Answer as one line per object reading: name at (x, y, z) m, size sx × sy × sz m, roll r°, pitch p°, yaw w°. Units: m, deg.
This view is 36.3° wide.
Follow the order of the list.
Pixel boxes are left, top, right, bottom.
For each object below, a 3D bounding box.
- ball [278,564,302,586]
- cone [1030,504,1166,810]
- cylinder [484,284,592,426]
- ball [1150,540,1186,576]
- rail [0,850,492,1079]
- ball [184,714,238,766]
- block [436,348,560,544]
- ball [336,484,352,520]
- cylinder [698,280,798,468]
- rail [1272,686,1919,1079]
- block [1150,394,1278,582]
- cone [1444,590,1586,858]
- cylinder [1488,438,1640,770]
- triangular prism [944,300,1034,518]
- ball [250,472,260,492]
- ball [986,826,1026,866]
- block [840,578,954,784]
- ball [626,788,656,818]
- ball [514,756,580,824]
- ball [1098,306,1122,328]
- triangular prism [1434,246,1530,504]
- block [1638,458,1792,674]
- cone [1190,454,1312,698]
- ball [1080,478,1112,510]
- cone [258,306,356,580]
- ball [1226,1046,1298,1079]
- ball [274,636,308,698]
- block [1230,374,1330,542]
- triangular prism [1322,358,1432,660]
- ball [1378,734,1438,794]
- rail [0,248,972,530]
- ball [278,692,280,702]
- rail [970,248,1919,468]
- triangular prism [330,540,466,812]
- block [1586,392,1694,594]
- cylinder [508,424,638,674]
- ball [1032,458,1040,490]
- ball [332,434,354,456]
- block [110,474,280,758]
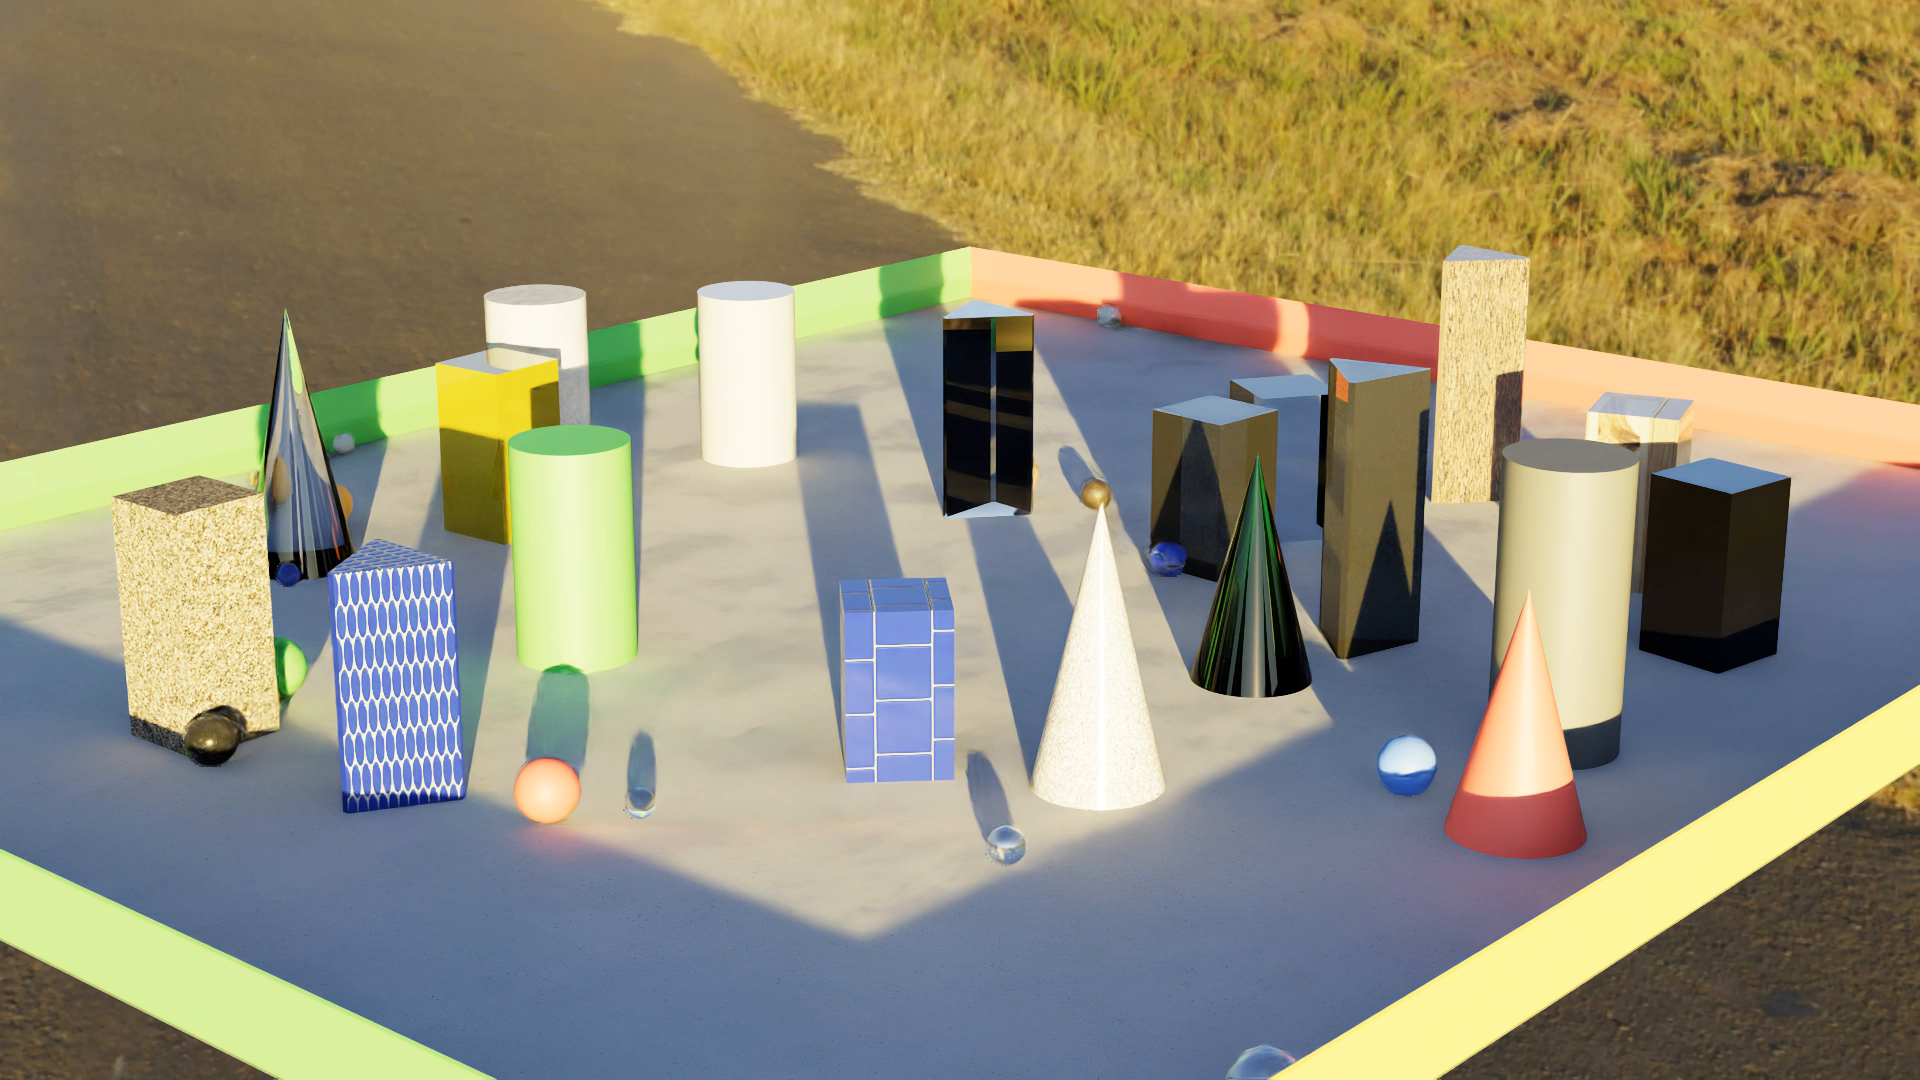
ball at (-1.185, 0.061, 5.179) m, size 0.041 × 0.041 × 0.041 m, roll 0°, pitch 17°, yaw 0°
cone at (0.200, 0.150, 4.208) m, size 0.197 × 0.430 × 0.197 m, roll 0°, pitch 17°, yaw 0°
cylinder at (-0.825, -0.291, 5.746) m, size 0.197 × 0.387 × 0.197 m, roll 0°, pitch 17°, yaw 0°
ball at (0.371, 0.033, 5.231) m, size 0.065 × 0.065 × 0.065 m, roll 0°, pitch 17°, yaw 0°
rail at (-1.229, 0.441, 3.764) m, size 3.232 × 0.128 × 0.045 m, roll 14°, pitch 22°, yaw 39°
ball at (-1.107, 0.295, 4.338) m, size 0.078 × 0.078 × 0.078 m, roll 0°, pitch 17°, yaw 0°
block at (-0.859, -0.177, 5.481) m, size 0.158 × 0.323 × 0.158 m, roll 12°, pitch 21°, yaw 35°
ball at (-1.188, -0.066, 5.527) m, size 0.084 × 0.084 × 0.084 m, roll 0°, pitch 17°, yaw 0°
cylinder at (-0.433, -0.340, 5.984) m, size 0.197 × 0.344 × 0.197 m, roll 0°, pitch 17°, yaw 0°
rail at (1.202, 0.333, 4.120) m, size 0.045 × 0.128 × 3.797 m, roll 14°, pitch 22°, yaw 39°
block at (0.456, -0.095, 5.268) m, size 0.158 × 0.287 × 0.158 m, roll -16°, pitch 23°, yaw -42°
cone at (0.776, 0.237, 4.049) m, size 0.197 × 0.356 × 0.197 m, roll 0°, pitch 17°, yaw 0°
cylinder at (0.893, 0.094, 4.353) m, size 0.197 × 0.455 × 0.197 m, roll 0°, pitch 17°, yaw 0°
triangular prism at (0.041, -0.253, 5.617) m, size 0.171 × 0.389 × 0.148 m, roll -3°, pitch 17°, yaw -10°
ball at (-1.374, -0.115, 5.762) m, size 0.041 × 0.041 × 0.041 m, roll 0°, pitch 17°, yaw 0°
ball at (0.064, 0.414, 3.983) m, size 0.054 × 0.054 × 0.054 m, roll 0°, pitch 17°, yaw 0°
block at (-0.094, 0.205, 4.319) m, size 0.158 × 0.261 × 0.158 m, roll -1°, pitch 17°, yaw -5°
ball at (-0.451, 0.372, 4.143) m, size 0.044 × 0.044 × 0.044 m, roll 0°, pitch 17°, yaw 0°
ball at (-0.580, 0.352, 4.124) m, size 0.093 × 0.093 × 0.093 m, roll 0°, pitch 17°, yaw 0°
ball at (0.366, -0.544, 7.162) m, size 0.056 × 0.056 × 0.056 m, roll 0°, pitch 17°, yaw 0°
triangular prism at (0.989, -0.325, 5.702) m, size 0.171 × 0.477 × 0.148 m, roll -3°, pitch 17°, yaw -9°
block at (1.234, 0.040, 4.797) m, size 0.158 × 0.302 × 0.158 m, roll -13°, pitch 21°, yaw -38°
cone at (0.468, 0.041, 4.666) m, size 0.197 × 0.375 × 0.197 m, roll 0°, pitch 17°, yaw 0°
ball at (0.262, -0.088, 5.639) m, size 0.061 × 0.061 × 0.061 m, roll 0°, pitch 17°, yaw 0°
cone at (-1.190, -0.184, 5.238) m, size 0.197 × 0.476 × 0.197 m, roll 0°, pitch 17°, yaw 0°
ball at (0.341, 0.610, 3.271) m, size 0.091 × 0.091 × 0.091 m, roll 0°, pitch 17°, yaw 0°
ball at (-1.078, 0.201, 4.615) m, size 0.099 × 0.099 × 0.099 m, roll 0°, pitch 17°, yaw 0°
block at (0.604, -0.152, 5.476) m, size 0.158 × 0.277 × 0.158 m, roll -5°, pitch 17°, yaw -16°
triangular prism at (0.653, -0.059, 4.840) m, size 0.171 × 0.466 × 0.148 m, roll -11°, pitch 20°, yaw -32°
ball at (0.645, 0.324, 4.228) m, size 0.086 × 0.086 × 0.086 m, roll 0°, pitch 17°, yaw 0°
rail at (-1.202, -0.269, 6.119) m, size 0.045 × 0.128 × 3.797 m, roll 14°, pitch 22°, yaw 39°
ball at (-1.083, 0.244, 4.547) m, size 0.055 × 0.055 × 0.055 m, roll 0°, pitch 17°, yaw 0°
rail at (1.229, -0.376, 6.475) m, size 3.232 × 0.128 × 0.045 m, roll 14°, pitch 22°, yaw 39°
triangular prism at (-0.817, 0.189, 4.208) m, size 0.171 × 0.356 × 0.148 m, roll -6°, pitch 18°, yaw -18°
block at (1.193, -0.083, 5.178) m, size 0.158 × 0.317 × 0.158 m, roll 7°, pitch 18°, yaw 22°
cylinder at (-0.630, 0.013, 4.779) m, size 0.197 × 0.364 × 0.197 m, roll 0°, pitch 17°, yaw 0°
ball at (0.110, -0.129, 5.724) m, size 0.090 × 0.090 × 0.090 m, roll 0°, pitch 17°, yaw 0°
ball at (-1.268, -0.197, 6.028) m, size 0.044 × 0.044 × 0.044 m, roll 0°, pitch 17°, yaw 0°
block at (-1.151, 0.113, 4.422) m, size 0.158 × 0.377 × 0.158 m, roll 14°, pitch 21°, yaw 38°
